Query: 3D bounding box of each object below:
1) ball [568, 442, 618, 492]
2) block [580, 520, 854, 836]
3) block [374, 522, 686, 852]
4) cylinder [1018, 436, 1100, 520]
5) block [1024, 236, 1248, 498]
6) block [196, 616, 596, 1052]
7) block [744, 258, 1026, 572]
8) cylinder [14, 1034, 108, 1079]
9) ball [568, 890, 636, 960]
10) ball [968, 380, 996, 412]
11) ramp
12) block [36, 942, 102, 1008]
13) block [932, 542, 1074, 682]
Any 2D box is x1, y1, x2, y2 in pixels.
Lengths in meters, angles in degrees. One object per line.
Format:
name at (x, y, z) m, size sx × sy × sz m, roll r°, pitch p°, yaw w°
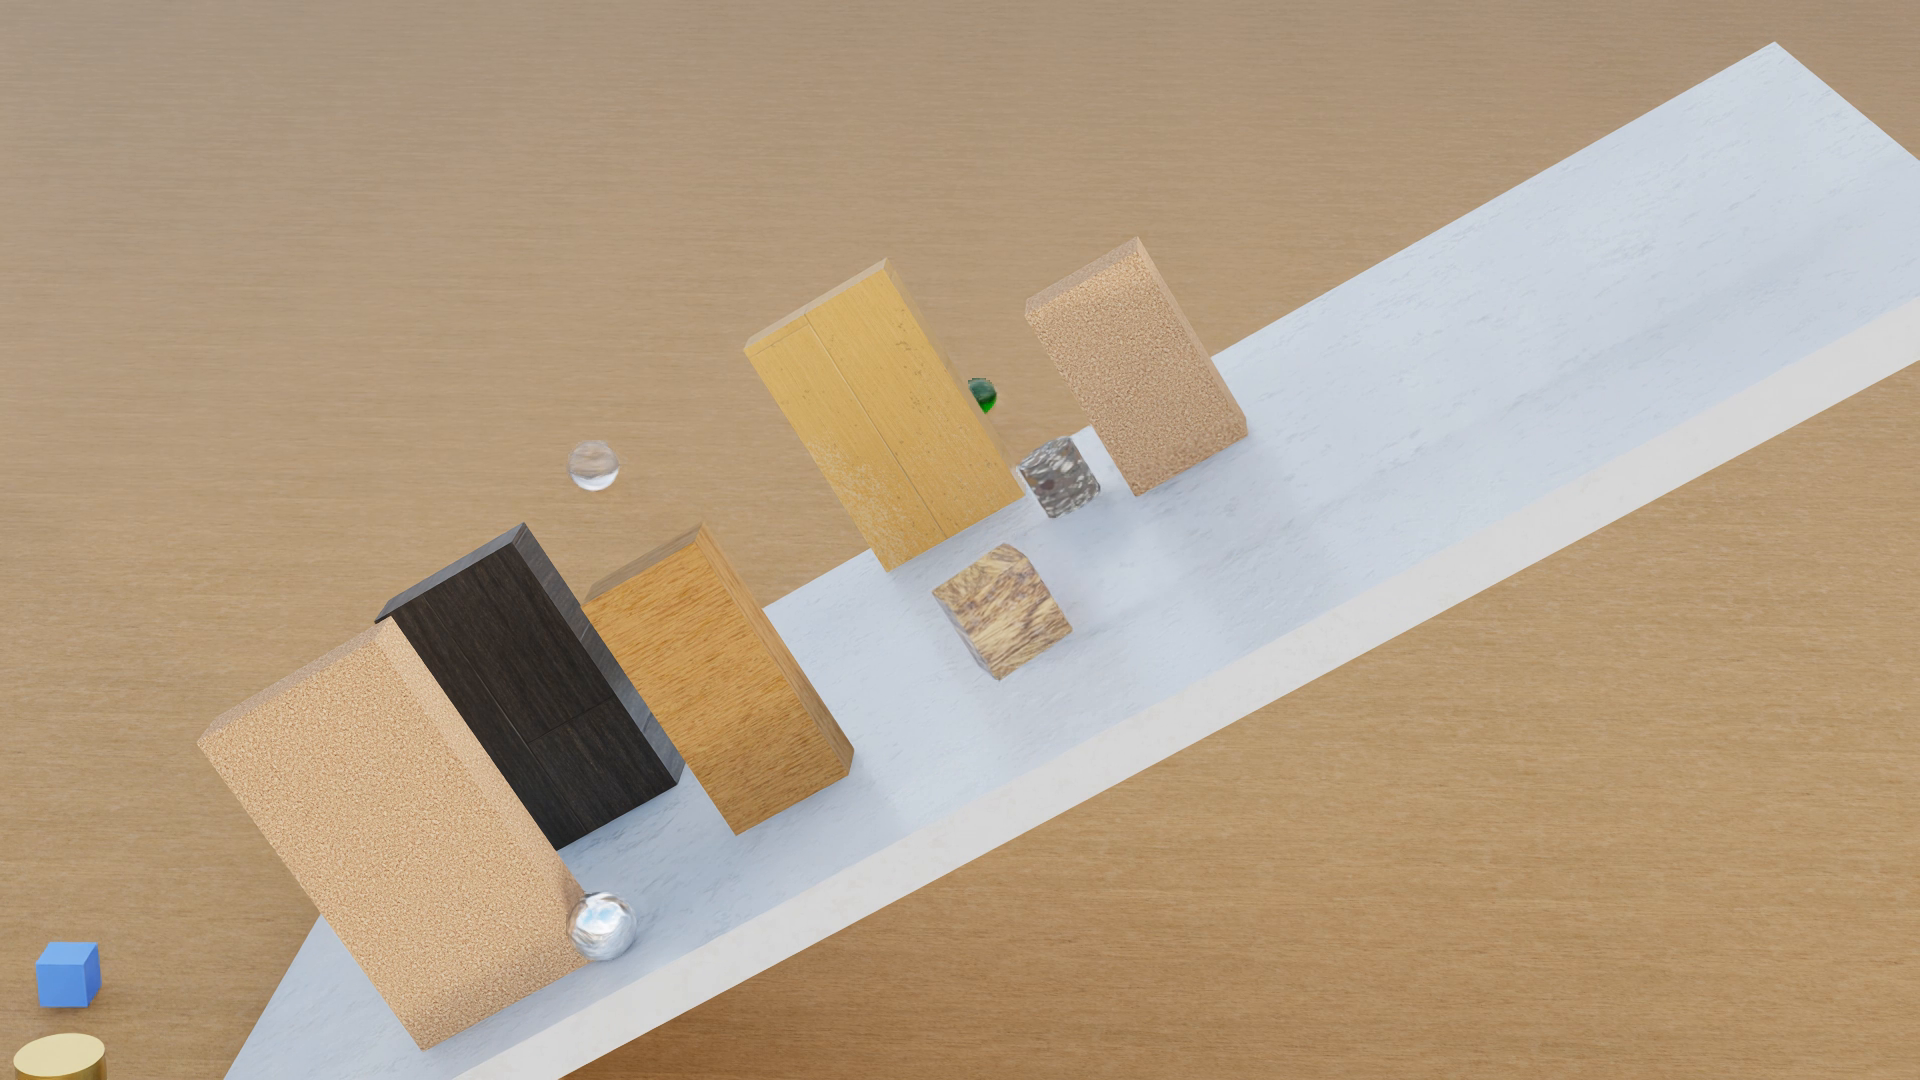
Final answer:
ball at (-1.316, -0.264, 10.557) m, size 0.178 × 0.178 × 0.178 m, roll 0°, pitch 19°, yaw 0°
block at (-0.480, 0.279, 5.884) m, size 0.269 × 0.569 × 0.130 m, roll -29°, pitch 15°, yaw 13°
block at (-0.942, 0.335, 6.481) m, size 0.364 × 0.654 × 0.135 m, roll -29°, pitch 15°, yaw 13°
cylinder at (0.225, -0.142, 6.653) m, size 0.137 × 0.137 × 0.137 m, roll -30°, pitch 15°, yaw 9°
block at (0.385, -0.377, 6.409) m, size 0.280 × 0.476 × 0.141 m, roll -29°, pitch 15°, yaw 13°
block at (-1.080, 0.581, 5.745) m, size 0.423 × 0.768 × 0.126 m, roll -29°, pitch 15°, yaw 13°
block at (-0.173, -0.292, 6.961) m, size 0.386 × 0.639 × 0.109 m, roll -29°, pitch 15°, yaw 13°
cylinder at (-1.934, 1.194, 6.347) m, size 0.189 × 0.189 × 0.189 m, roll 0°, pitch 19°, yaw 0°
ball at (-0.691, 0.744, 5.679) m, size 0.131 × 0.131 × 0.131 m, roll 0°, pitch 19°, yaw 0°
ball at (0.076, -0.559, 11.479) m, size 0.130 × 0.130 × 0.130 m, roll 0°, pitch 19°, yaw 0°
ramp at (0.142, 0.168, 6.288) m, size 4.000 × 0.100 × 2.000 m, roll -29°, pitch 15°, yaw 13°
block at (-2.104, 1.026, 6.946) m, size 0.112 × 0.112 × 0.112 m, roll 0°, pitch 19°, yaw 1°
block at (0.084, 0.143, 5.928) m, size 0.182 × 0.182 × 0.182 m, roll -34°, pitch 15°, yaw -6°
